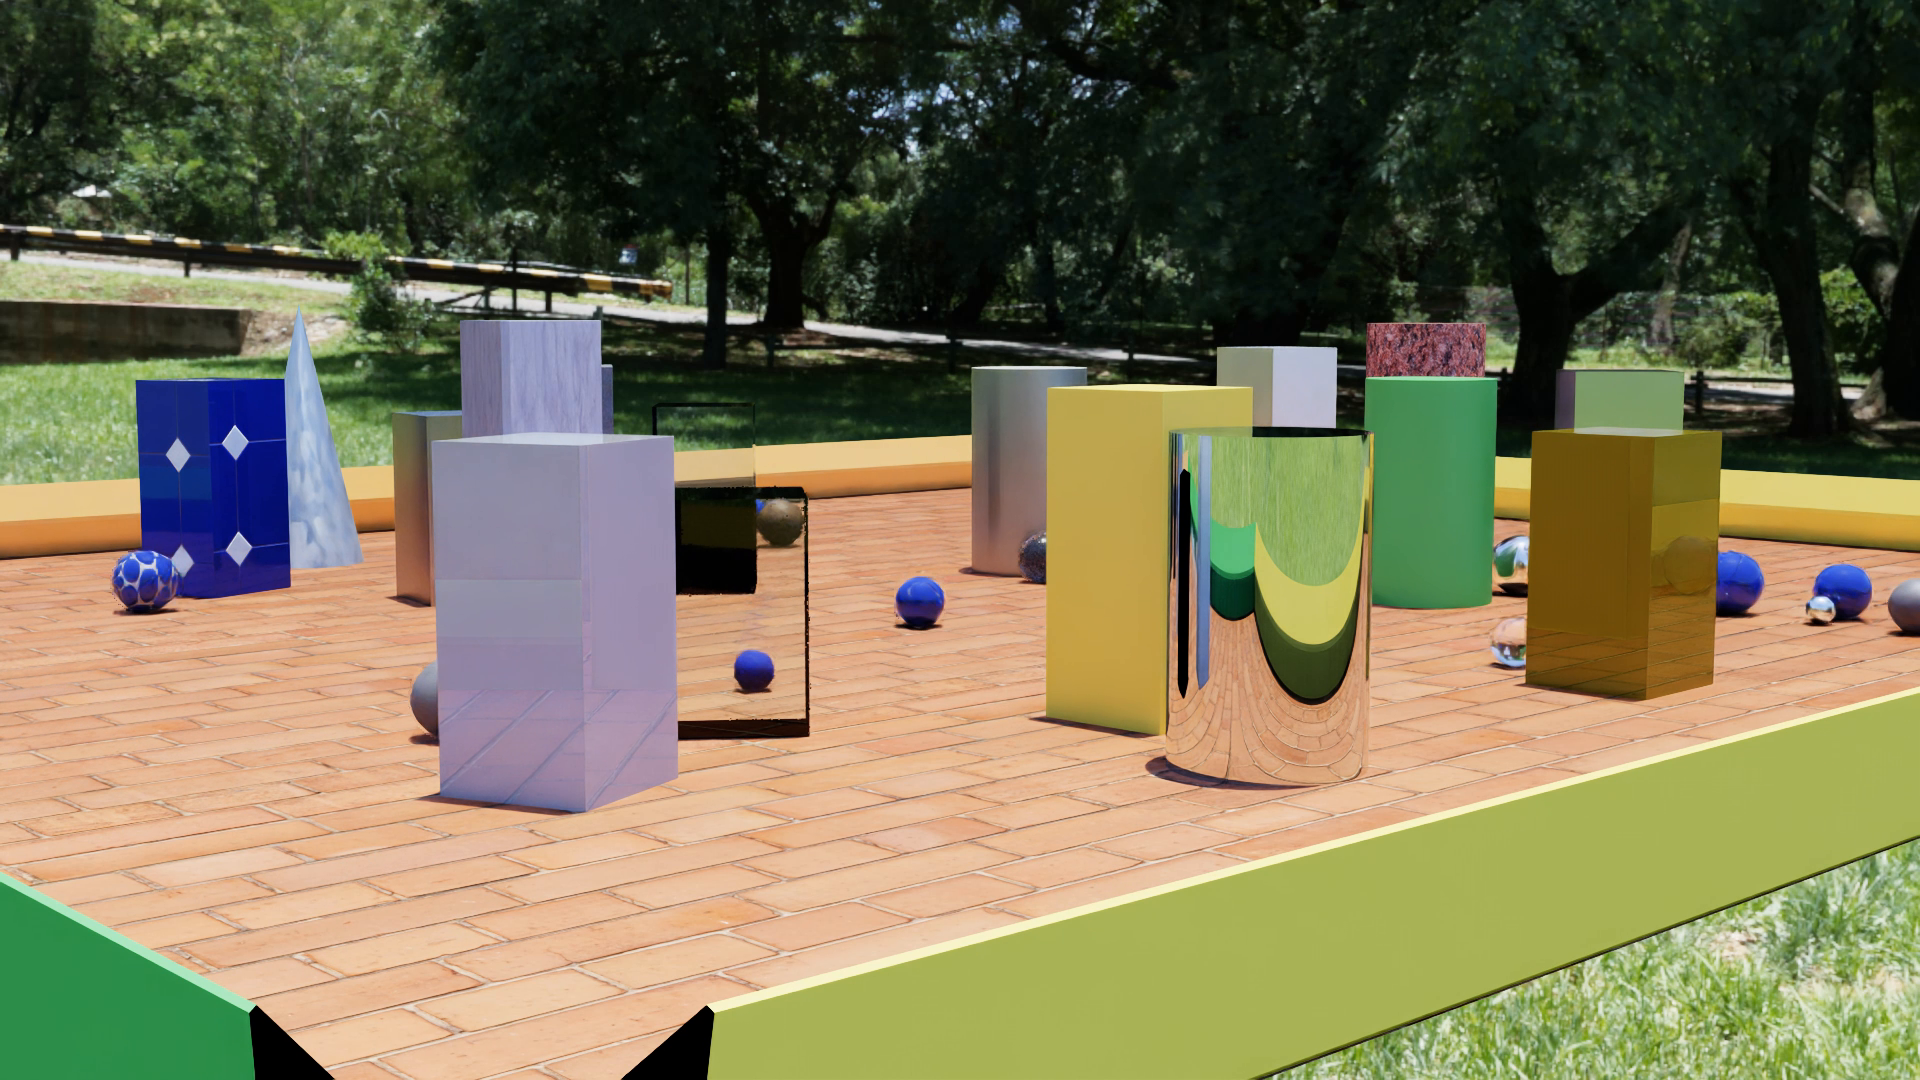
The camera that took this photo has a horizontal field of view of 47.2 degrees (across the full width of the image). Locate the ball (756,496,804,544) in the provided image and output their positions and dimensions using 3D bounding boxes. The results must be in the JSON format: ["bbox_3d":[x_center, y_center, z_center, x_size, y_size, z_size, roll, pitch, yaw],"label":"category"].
[{"bbox_3d":[-0.345,-0.038,4.218,0.089,0.089,0.089,0,6,0],"label":"ball"}]

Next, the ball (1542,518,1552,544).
[{"bbox_3d":[1.130,-0.015,4.172,0.053,0.053,0.053,0,6,0],"label":"ball"}]

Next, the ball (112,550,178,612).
[{"bbox_3d":[-1.206,0.061,3.256,0.092,0.092,0.092,0,6,0],"label":"ball"}]

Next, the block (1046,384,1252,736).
[{"bbox_3d":[0.206,0.014,2.403,0.158,0.361,0.158,6,8,43],"label":"block"}]

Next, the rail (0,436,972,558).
[{"bbox_3d":[-1.098,-0.090,4.515,3.646,0.128,0.045,-5,8,-42],"label":"rail"}]

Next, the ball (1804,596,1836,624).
[{"bbox_3d":[1.223,0.100,3.125,0.042,0.042,0.042,0,6,0],"label":"ball"}]

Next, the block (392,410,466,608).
[{"bbox_3d":[-0.773,-0.053,3.406,0.158,0.287,0.158,-4,7,-33],"label":"block"}]

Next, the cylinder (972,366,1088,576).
[{"bbox_3d":[0.118,-0.121,3.770,0.198,0.347,0.198,0,6,0],"label":"cylinder"}]

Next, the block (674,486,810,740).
[{"bbox_3d":[-0.245,0.074,2.361,0.158,0.250,0.158,-1,6,-6],"label":"block"}]

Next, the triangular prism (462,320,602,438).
[{"bbox_3d":[-0.554,-0.054,2.715,0.148,0.432,0.171,4,7,31],"label":"triangular prism"}]

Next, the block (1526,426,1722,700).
[{"bbox_3d":[0.789,0.022,2.615,0.158,0.302,0.158,-6,8,-44],"label":"block"}]

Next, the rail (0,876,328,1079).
[{"bbox_3d":[-1.322,0.160,2.118,0.045,0.128,3.285,-5,8,-42],"label":"rail"}]

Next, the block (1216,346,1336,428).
[{"bbox_3d":[0.597,-0.176,4.162,0.158,0.375,0.158,-4,7,-34],"label":"block"}]

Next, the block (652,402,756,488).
[{"bbox_3d":[-0.413,-0.073,3.573,0.158,0.293,0.158,0,6,-4],"label":"block"}]

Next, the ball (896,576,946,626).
[{"bbox_3d":[-0.056,0.087,3.107,0.071,0.071,0.071,0,6,0],"label":"ball"}]

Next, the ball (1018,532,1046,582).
[{"bbox_3d":[0.135,0.029,3.611,0.082,0.082,0.082,0,6,0],"label":"ball"}]

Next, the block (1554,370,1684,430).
[{"bbox_3d":[1.000,-0.081,3.356,0.158,0.354,0.158,0,6,5],"label":"block"}]

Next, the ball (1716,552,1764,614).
[{"bbox_3d":[1.133,0.063,3.234,0.092,0.092,0.092,0,6,0],"label":"ball"}]

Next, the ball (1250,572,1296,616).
[{"bbox_3d":[0.455,0.079,3.205,0.065,0.065,0.065,0,6,0],"label":"ball"}]

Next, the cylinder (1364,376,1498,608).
[{"bbox_3d":[0.719,-0.077,3.376,0.198,0.341,0.198,0,6,0],"label":"cylinder"}]

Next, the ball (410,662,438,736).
[{"bbox_3d":[-0.530,0.165,2.294,0.085,0.085,0.085,0,6,0],"label":"ball"}]

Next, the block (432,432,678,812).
[{"bbox_3d":[-0.373,0.069,2.044,0.158,0.327,0.158,3,7,24],"label":"block"}]

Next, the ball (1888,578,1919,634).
[{"bbox_3d":[1.323,0.091,3.034,0.078,0.078,0.078,0,6,0],"label":"ball"}]

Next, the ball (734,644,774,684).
[{"bbox_3d":[-0.248,0.148,2.632,0.048,0.048,0.048,0,6,0],"label":"ball"}]

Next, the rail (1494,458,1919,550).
[{"bbox_3d":[1.322,-0.093,4.546,0.045,0.128,3.285,-5,8,-42],"label":"rail"}]

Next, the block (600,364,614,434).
[{"bbox_3d":[-0.659,-0.114,3.677,0.158,0.352,0.158,-1,6,-9],"label":"block"}]

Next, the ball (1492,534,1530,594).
[{"bbox_3d":[0.879,0.039,3.454,0.094,0.094,0.094,0,6,0],"label":"ball"}]

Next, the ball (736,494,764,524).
[{"bbox_3d":[-0.439,-0.065,4.615,0.059,0.059,0.059,0,6,0],"label":"ball"}]

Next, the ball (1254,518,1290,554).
[{"bbox_3d":[0.574,-0.008,4.035,0.066,0.066,0.066,0,6,0],"label":"ball"}]

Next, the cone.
[{"bbox_3d":[-1.158,-0.187,3.875,0.198,0.457,0.198,0,6,0],"label":"cone"}]

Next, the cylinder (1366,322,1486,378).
[{"bbox_3d":[0.789,-0.157,3.744,0.198,0.423,0.198,0,6,0],"label":"cylinder"}]

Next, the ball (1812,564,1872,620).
[{"bbox_3d":[1.275,0.074,3.178,0.081,0.081,0.081,0,6,0],"label":"ball"}]

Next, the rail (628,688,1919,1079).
[{"bbox_3d":[1.098,0.157,2.148,3.646,0.128,0.045,-5,8,-42],"label":"rail"}]

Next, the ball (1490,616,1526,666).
[{"bbox_3d":[0.697,0.127,2.758,0.063,0.063,0.063,0,6,0],"label":"ball"}]

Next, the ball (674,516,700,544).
[{"bbox_3d":[-0.524,-0.019,4.204,0.053,0.053,0.053,0,6,0],"label":"ball"}]

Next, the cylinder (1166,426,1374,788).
[{"bbox_3d":[0.301,0.058,2.142,0.198,0.328,0.198,0,6,0],"label":"cylinder"}]

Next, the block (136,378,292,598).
[{"bbox_3d":[-1.187,-0.087,3.499,0.158,0.336,0.158,3,7,28],"label":"block"}]
